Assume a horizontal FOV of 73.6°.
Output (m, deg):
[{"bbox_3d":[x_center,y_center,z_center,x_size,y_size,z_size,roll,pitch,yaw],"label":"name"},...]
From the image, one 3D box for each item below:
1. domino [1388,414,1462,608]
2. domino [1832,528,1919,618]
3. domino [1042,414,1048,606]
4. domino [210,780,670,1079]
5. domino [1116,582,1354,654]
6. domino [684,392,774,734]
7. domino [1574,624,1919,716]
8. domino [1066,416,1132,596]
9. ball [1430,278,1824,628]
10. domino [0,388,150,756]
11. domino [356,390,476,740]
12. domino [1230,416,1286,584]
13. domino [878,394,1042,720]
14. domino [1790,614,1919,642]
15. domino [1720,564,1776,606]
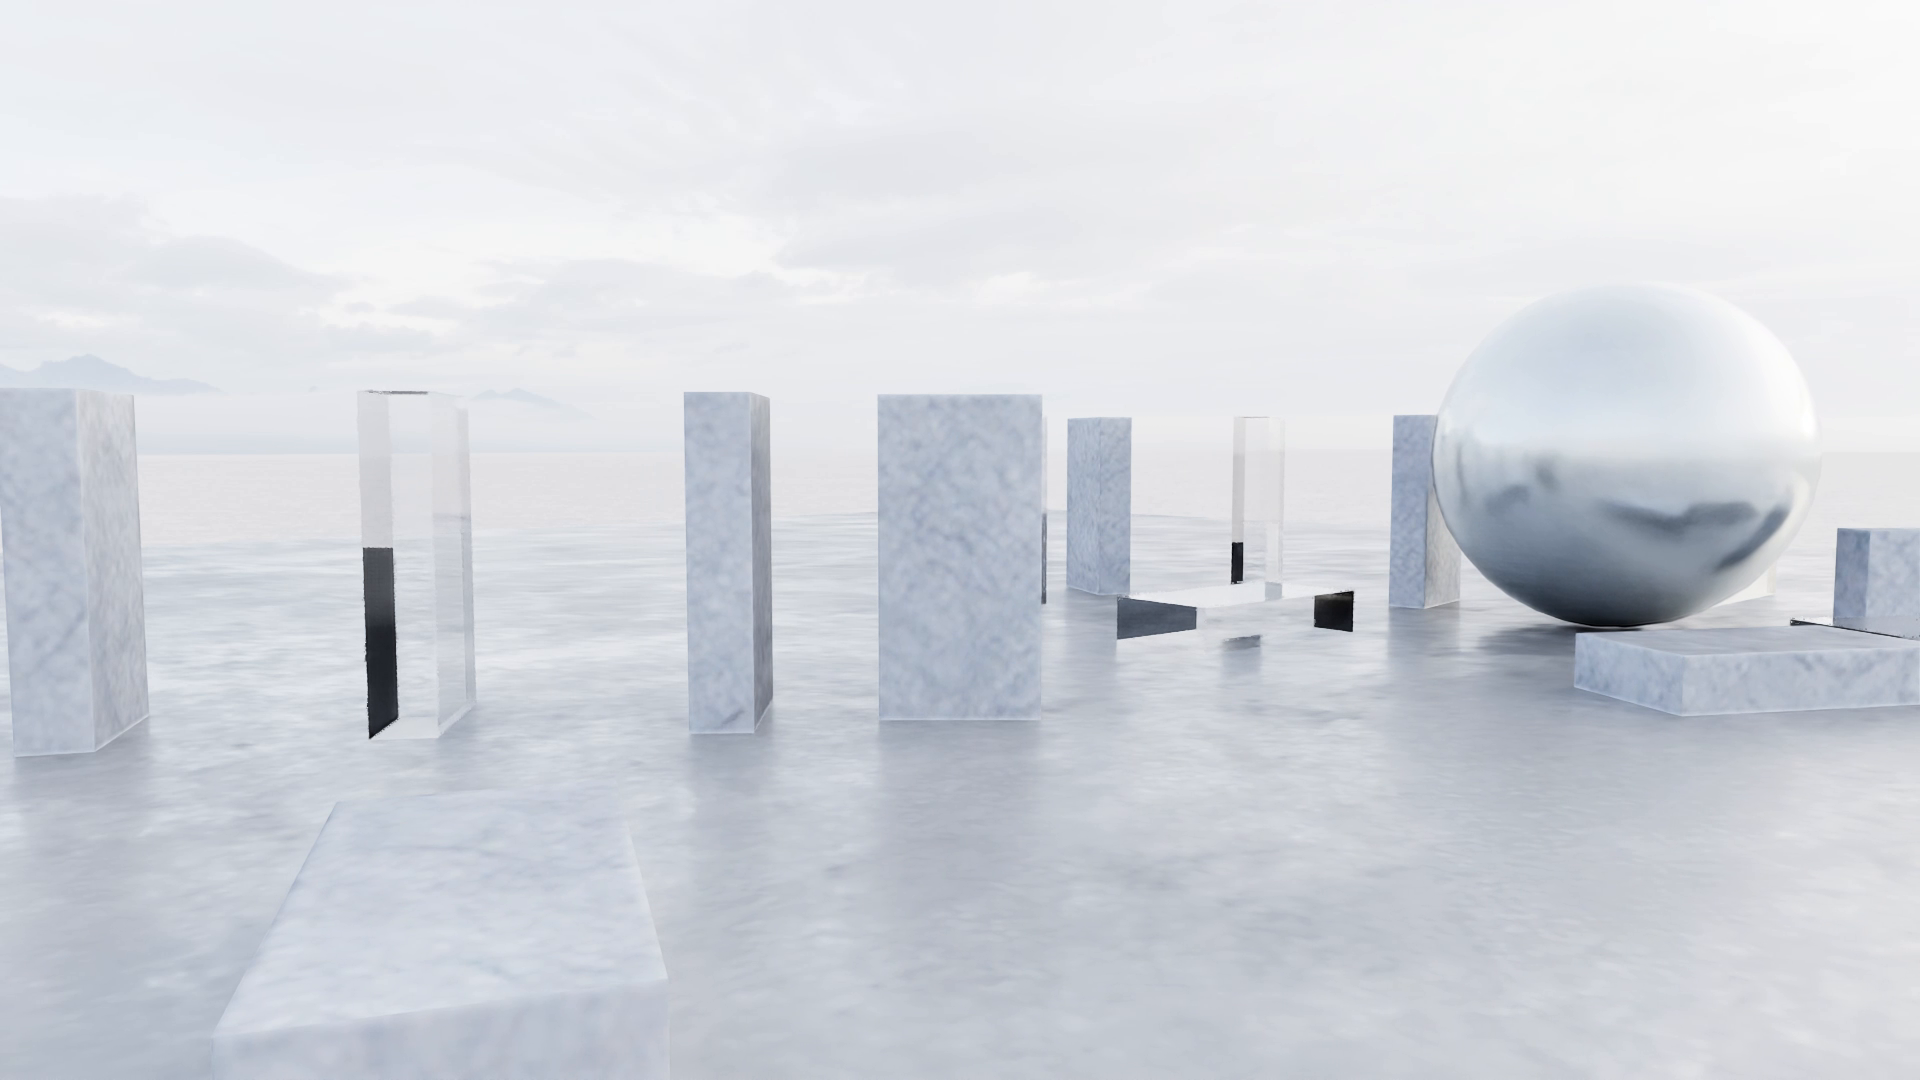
[{"bbox_3d":[0.125,-0.008,0.342,0.009,0.050,0.025,4,6,41],"label":"domino"},{"bbox_3d":[0.209,0.010,0.265,0.050,0.025,0.010,0,4,-1],"label":"domino"},{"bbox_3d":[0.010,-0.008,0.340,0.025,0.050,0.009,2,5,19],"label":"domino"},{"bbox_3d":[-0.038,0.030,0.099,0.025,0.009,0.050,-1,5,-19],"label":"domino"},{"bbox_3d":[0.061,0.017,0.284,0.050,0.009,0.025,-3,5,-38],"label":"domino"},{"bbox_3d":[-0.035,0.003,0.199,0.009,0.050,0.025,0,4,-2],"label":"domino"},{"bbox_3d":[0.135,0.022,0.218,0.050,0.009,0.025,-1,4,-12],"label":"domino"},{"bbox_3d":[0.040,-0.010,0.373,0.009,0.050,0.025,-1,4,-17],"label":"domino"},{"bbox_3d":[0.151,-0.020,0.296,0.080,0.080,0.080,0,4,0],"label":"ball"},{"bbox_3d":[-0.128,0.004,0.186,0.010,0.050,0.025,-1,4,-17],"label":"domino"},{"bbox_3d":[-0.082,0.003,0.196,0.009,0.050,0.025,-1,4,-9],"label":"domino"},{"bbox_3d":[0.086,-0.010,0.367,0.009,0.050,0.025,2,5,25],"label":"domino"},{"bbox_3d":[0.000,0.002,0.201,0.025,0.050,0.009,0,4,0],"label":"domino"},{"bbox_3d":[0.184,0.020,0.236,0.050,0.009,0.025,-1,4,-12],"label":"domino"},{"bbox_3d":[0.209,0.004,0.351,0.050,0.025,0.009,-4,6,-40],"label":"domino"}]
